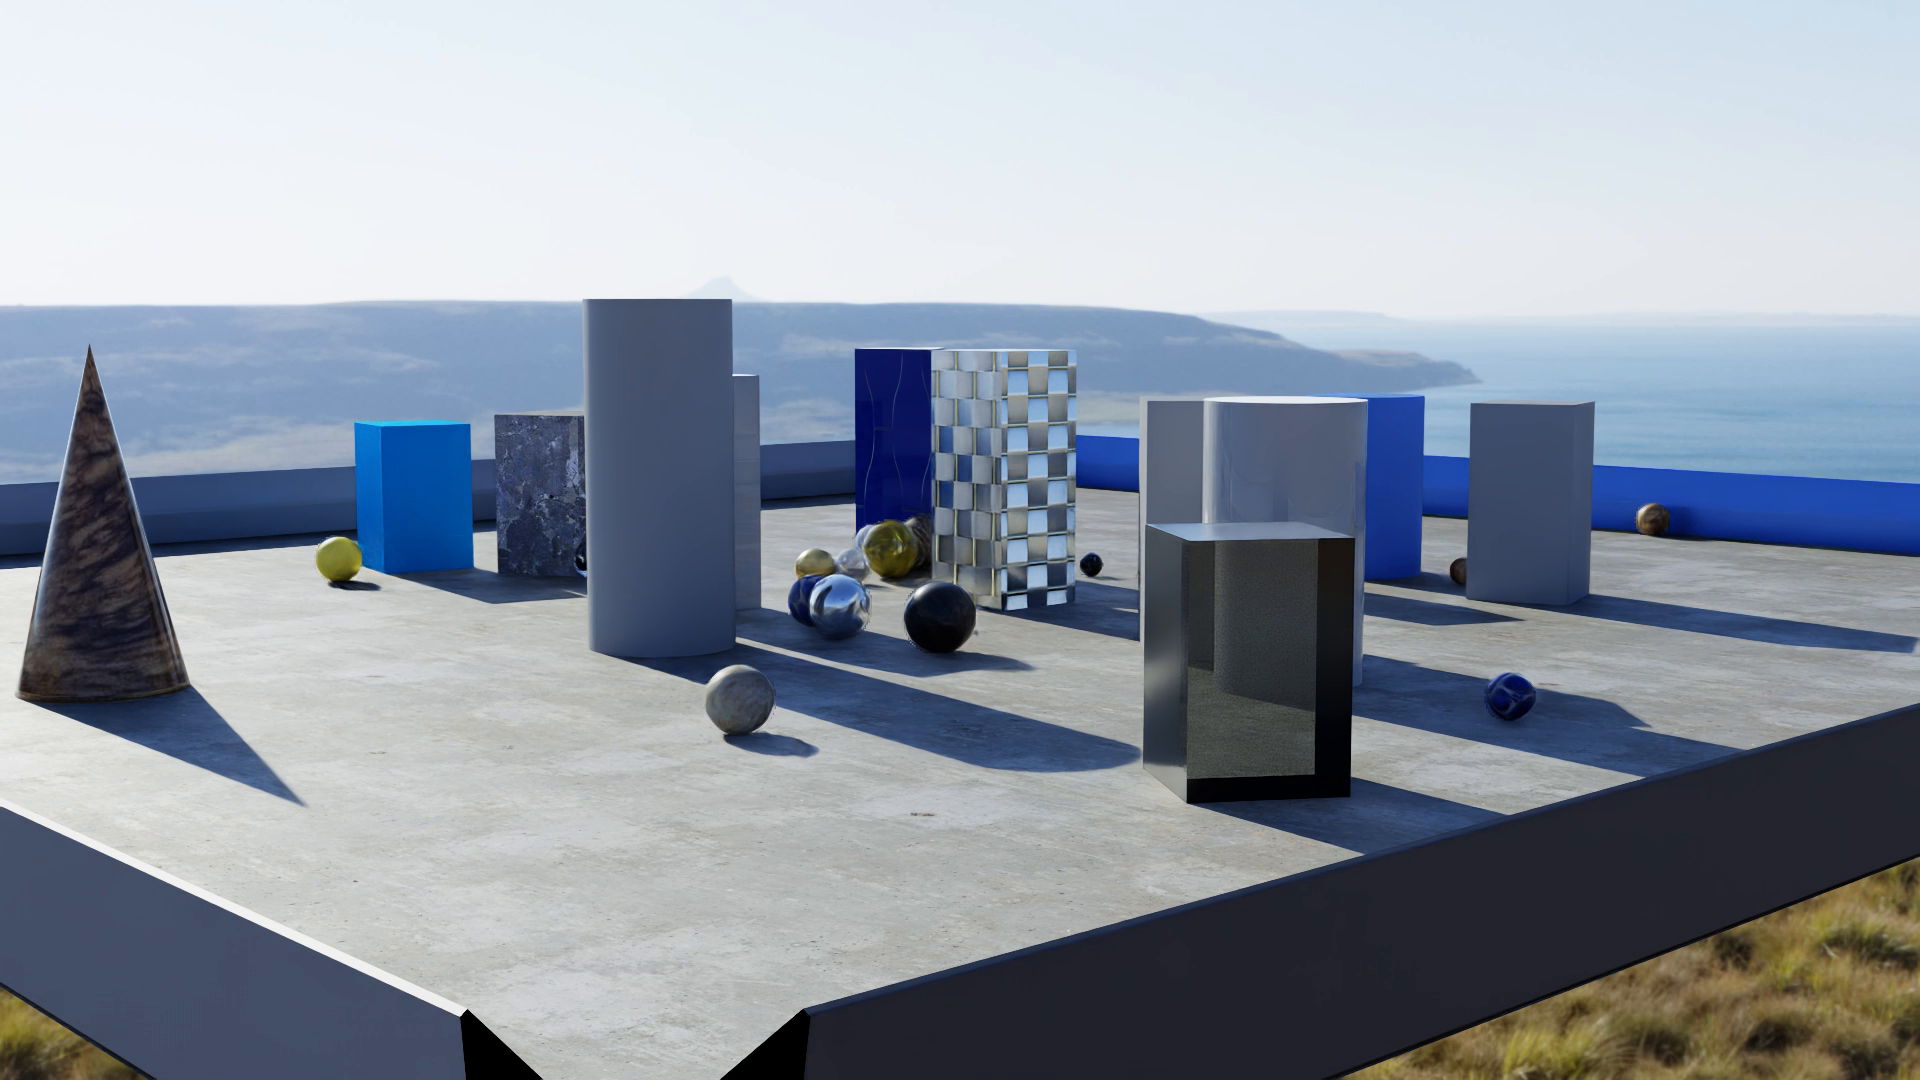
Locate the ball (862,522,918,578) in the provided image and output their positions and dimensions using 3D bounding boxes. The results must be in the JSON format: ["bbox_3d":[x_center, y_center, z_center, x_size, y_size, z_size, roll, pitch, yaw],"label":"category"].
[{"bbox_3d":[-0.116,0.016,3.654,0.095,0.095,0.095,0,6,0],"label":"ball"}]

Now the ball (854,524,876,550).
[{"bbox_3d":[-0.145,0.011,3.784,0.078,0.078,0.078,0,6,0],"label":"ball"}]

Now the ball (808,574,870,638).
[{"bbox_3d":[-0.165,0.090,2.990,0.086,0.086,0.086,0,6,0],"label":"ball"}]

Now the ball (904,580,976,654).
[{"bbox_3d":[-0.025,0.100,2.856,0.094,0.094,0.094,0,6,0],"label":"ball"}]

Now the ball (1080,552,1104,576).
[{"bbox_3d":[0.219,0.041,3.674,0.040,0.040,0.040,0,6,0],"label":"ball"}]

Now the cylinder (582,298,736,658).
[{"bbox_3d":[-0.395,-0.087,2.895,0.194,0.458,0.194,0,6,0],"label":"cylinder"}]

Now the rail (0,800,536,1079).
[{"bbox_3d":[-1.271,0.155,2.166,0.045,0.126,3.345,-5,8,-42],"label":"rail"}]

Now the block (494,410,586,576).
[{"bbox_3d":[-0.685,-0.083,3.761,0.155,0.268,0.155,2,6,18],"label":"block"}]

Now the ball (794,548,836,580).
[{"bbox_3d":[-0.231,0.046,3.502,0.066,0.066,0.066,0,6,0],"label":"ball"}]

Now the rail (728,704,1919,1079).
[{"bbox_3d":[1.118,0.159,2.127,3.506,0.126,0.045,-5,8,-42],"label":"rail"}]

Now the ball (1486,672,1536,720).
[{"bbox_3d":[0.599,0.170,2.391,0.052,0.052,0.052,0,6,0],"label":"ball"}]

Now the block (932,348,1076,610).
[{"bbox_3d":[0.066,-0.097,3.345,0.155,0.383,0.155,-5,8,-42],"label":"block"}]

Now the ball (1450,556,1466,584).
[{"bbox_3d":[0.817,0.050,3.566,0.045,0.045,0.045,0,6,0],"label":"ball"}]

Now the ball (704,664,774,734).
[{"bbox_3d":[-0.232,0.168,2.309,0.073,0.073,0.073,0,6,0],"label":"ball"}]

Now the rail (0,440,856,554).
[{"bbox_3d":[-1.118,-0.094,4.537,3.506,0.126,0.045,-5,8,-42],"label":"rail"}]

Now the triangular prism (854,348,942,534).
[{"bbox_3d":[-0.074,-0.150,3.879,0.168,0.377,0.145,4,7,34],"label":"triangular prism"}]

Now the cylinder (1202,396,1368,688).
[{"bbox_3d":[0.388,0.000,2.638,0.194,0.337,0.194,0,6,0],"label":"cylinder"}]

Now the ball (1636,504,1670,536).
[{"bbox_3d":[1.368,-0.040,4.336,0.064,0.064,0.064,0,6,0],"label":"ball"}]

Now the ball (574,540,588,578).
[{"bbox_3d":[-0.607,0.031,3.642,0.066,0.066,0.066,0,6,0],"label":"ball"}]

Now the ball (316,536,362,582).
[{"bbox_3d":[-1.017,0.031,3.604,0.074,0.074,0.074,0,6,0],"label":"ball"}]

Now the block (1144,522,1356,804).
[{"bbox_3d":[0.268,0.110,2.065,0.155,0.239,0.155,-1,6,-10],"label":"block"}]

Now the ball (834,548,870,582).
[{"bbox_3d":[-0.174,0.043,3.564,0.059,0.059,0.059,0,6,0],"label":"ball"}]

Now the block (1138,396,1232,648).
[{"bbox_3d":[0.319,-0.024,2.913,0.155,0.328,0.155,0,6,1],"label":"block"}]

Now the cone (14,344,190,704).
[{"bbox_3d":[-1.007,-0.026,2.564,0.194,0.406,0.194,0,6,0],"label":"cone"}]

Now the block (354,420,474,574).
[{"bbox_3d":[-0.945,-0.078,3.805,0.155,0.249,0.155,-4,7,-31],"label":"block"}]

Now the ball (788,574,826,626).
[{"bbox_3d":[-0.205,0.085,3.092,0.074,0.074,0.074,0,6,0],"label":"ball"}]

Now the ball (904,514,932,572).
[{"bbox_3d":[-0.058,0.005,3.737,0.097,0.097,0.097,0,6,0],"label":"ball"}]

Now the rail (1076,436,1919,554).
[{"bbox_3d":[1.271,-0.090,4.498,0.045,0.126,3.345,-5,8,-42],"label":"rail"}]

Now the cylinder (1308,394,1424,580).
[{"bbox_3d":[0.684,-0.094,3.719,0.194,0.300,0.194,0,6,0],"label":"cylinder"}]

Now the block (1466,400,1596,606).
[{"bbox_3d":[0.884,-0.062,3.405,0.155,0.302,0.155,3,7,27],"label":"block"}]

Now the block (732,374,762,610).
[{"bbox_3d":[-0.408,-0.073,3.287,0.155,0.347,0.155,-6,8,-43],"label":"block"}]
